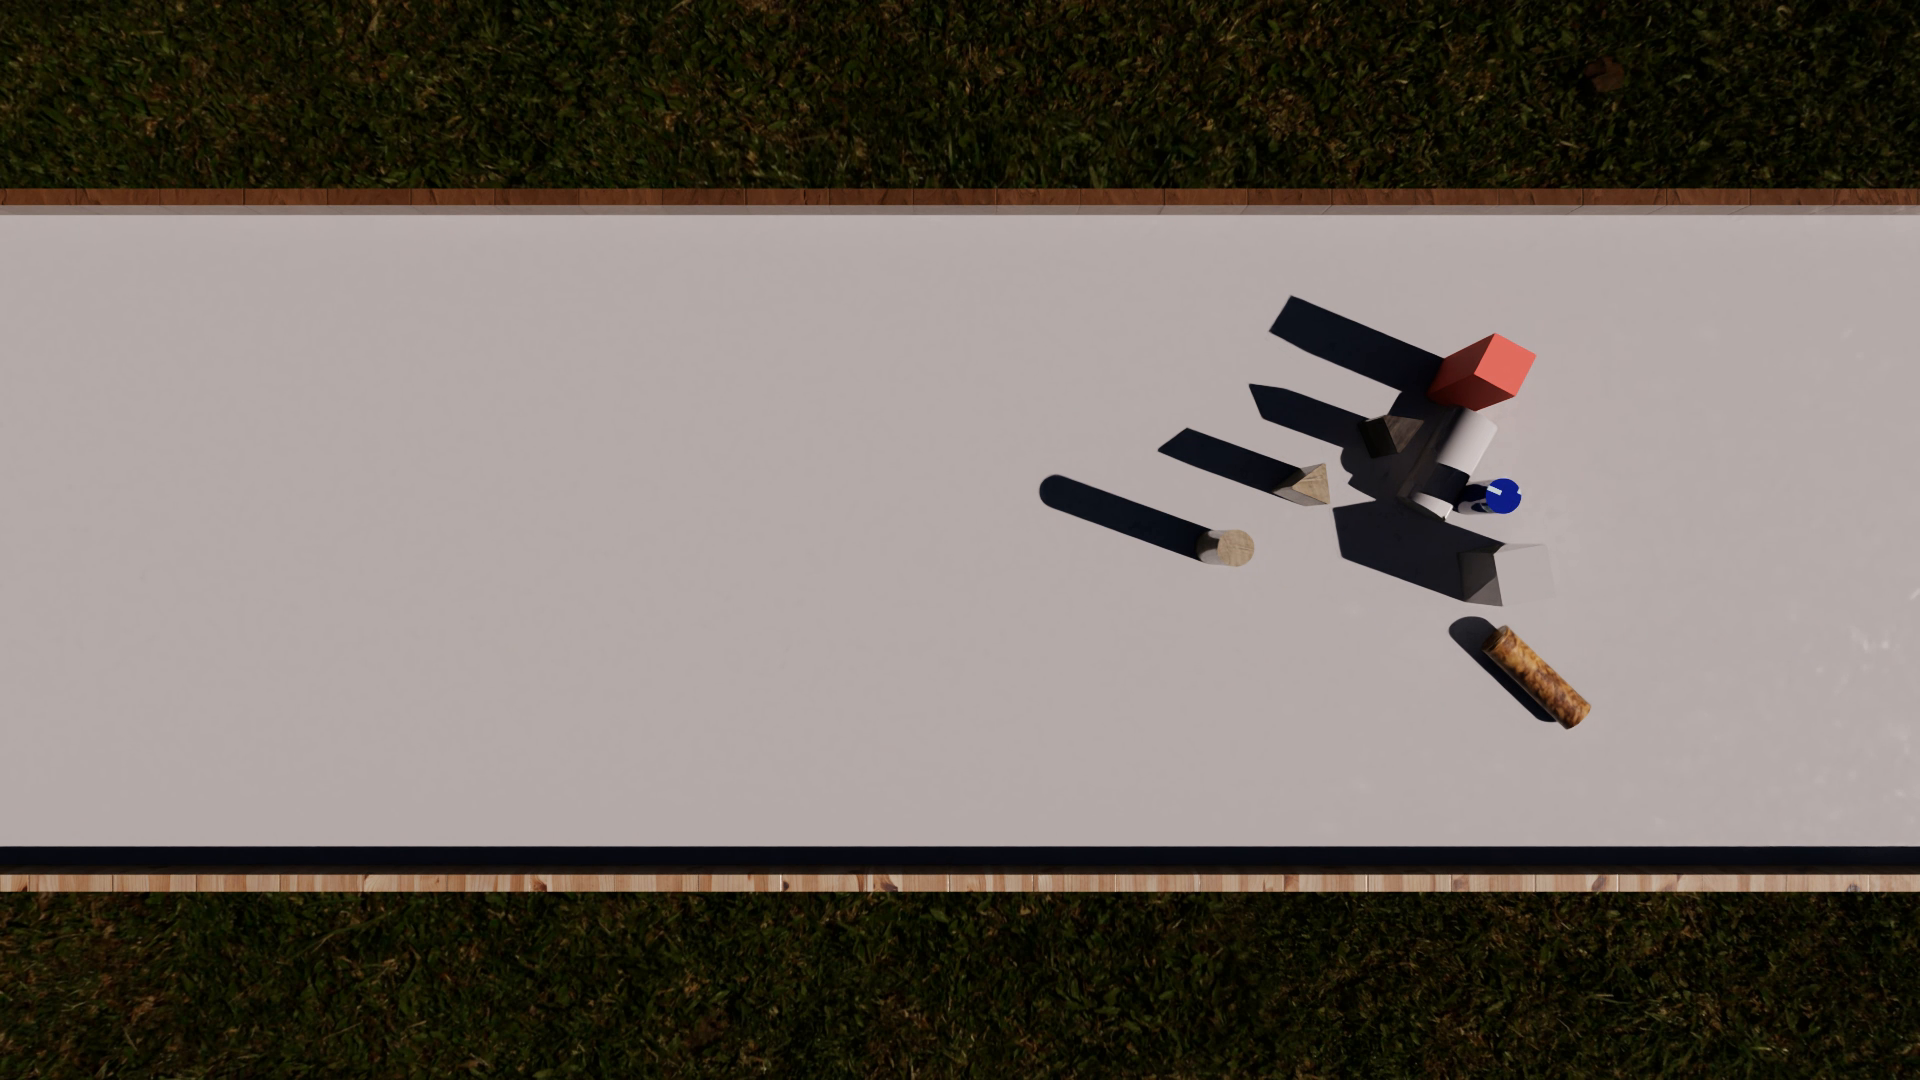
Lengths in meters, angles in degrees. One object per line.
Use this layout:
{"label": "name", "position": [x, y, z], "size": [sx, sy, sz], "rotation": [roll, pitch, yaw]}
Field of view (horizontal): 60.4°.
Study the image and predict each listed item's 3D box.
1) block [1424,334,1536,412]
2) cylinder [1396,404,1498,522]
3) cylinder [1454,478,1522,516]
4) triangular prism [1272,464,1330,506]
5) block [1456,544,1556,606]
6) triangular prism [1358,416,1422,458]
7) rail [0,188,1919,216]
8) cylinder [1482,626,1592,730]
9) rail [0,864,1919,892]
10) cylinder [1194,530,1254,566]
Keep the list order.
{"label": "block", "position": [1.523, -0.481, 4.848], "size": [0.132, 0.451, 0.132], "rotation": [28, 87, 0]}
{"label": "cylinder", "position": [1.473, -0.233, 4.995], "size": [0.164, 0.164, 0.321], "rotation": [30, 90, 0]}
{"label": "cylinder", "position": [1.566, -0.127, 4.916], "size": [0.103, 0.321, 0.103], "rotation": [0, 90, 0]}
{"label": "triangular prism", "position": [1.031, -0.174, 4.914], "size": [0.117, 0.326, 0.101], "rotation": [23, 90, 0]}
{"label": "block", "position": [1.617, 0.101, 4.899], "size": [0.156, 0.355, 0.156], "rotation": [-10, 90, 0]}
{"label": "triangular prism", "position": [1.264, -0.328, 4.920], "size": [0.101, 0.313, 0.117], "rotation": [38, 90, 0]}
{"label": "rail", "position": [-2.247, -1.025, 5.002], "size": [12.000, 0.150, 0.050], "rotation": [0, 90, 0]}
{"label": "cylinder", "position": [1.754, 0.418, 5.024], "size": [0.350, 0.106, 0.106], "rotation": [43, 90, 0]}
{"label": "rail", "position": [-2.247, 1.025, 5.001], "size": [12.000, 0.150, 0.050], "rotation": [0, 90, 0]}
{"label": "cylinder", "position": [0.774, 0.023, 4.853], "size": [0.105, 0.447, 0.105], "rotation": [0, 90, 0]}
